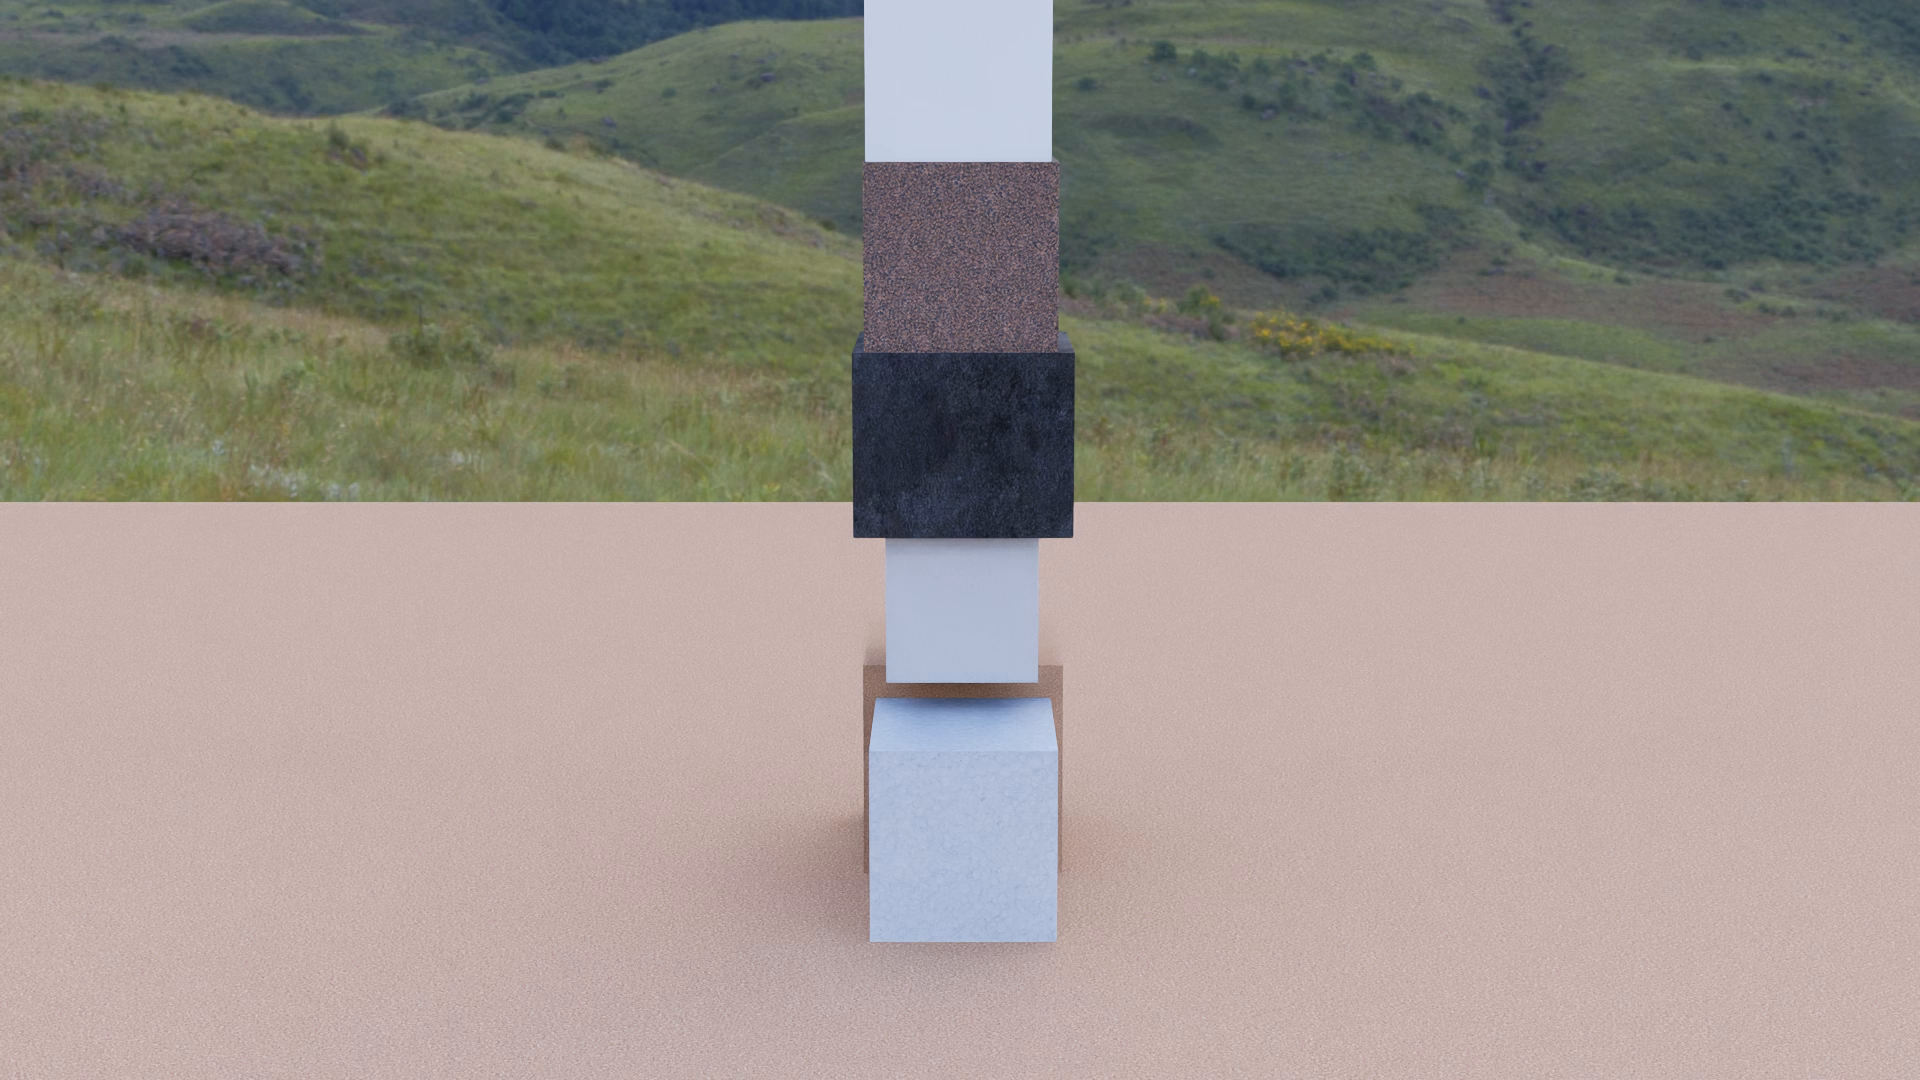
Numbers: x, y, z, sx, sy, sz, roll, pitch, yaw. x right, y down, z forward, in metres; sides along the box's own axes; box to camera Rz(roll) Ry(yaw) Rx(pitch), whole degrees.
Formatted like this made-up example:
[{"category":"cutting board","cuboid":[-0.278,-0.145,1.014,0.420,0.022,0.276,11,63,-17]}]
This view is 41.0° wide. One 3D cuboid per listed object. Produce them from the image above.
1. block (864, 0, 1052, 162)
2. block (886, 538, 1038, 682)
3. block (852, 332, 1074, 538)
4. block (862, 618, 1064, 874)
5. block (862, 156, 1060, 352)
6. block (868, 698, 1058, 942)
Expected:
[{"category":"block","cuboid":[-0.006,-1.964,10.823,0.763,0.701,0.757,0,10,0]},{"category":"block","cuboid":[0.009,0.227,11.222,0.646,0.640,0.726,0,10,0]},{"category":"block","cuboid":[0.014,-0.470,11.095,0.920,0.777,0.896,0,10,0]},{"category":"block","cuboid":[0.014,0.927,11.813,0.878,0.949,0.990,0,10,0]},{"category":"block","cuboid":[0.004,-1.235,10.956,0.803,0.780,0.862,0,10,0]},{"category":"block","cuboid":[0.014,1.169,10.885,0.765,0.806,0.903,0,10,0]}]
